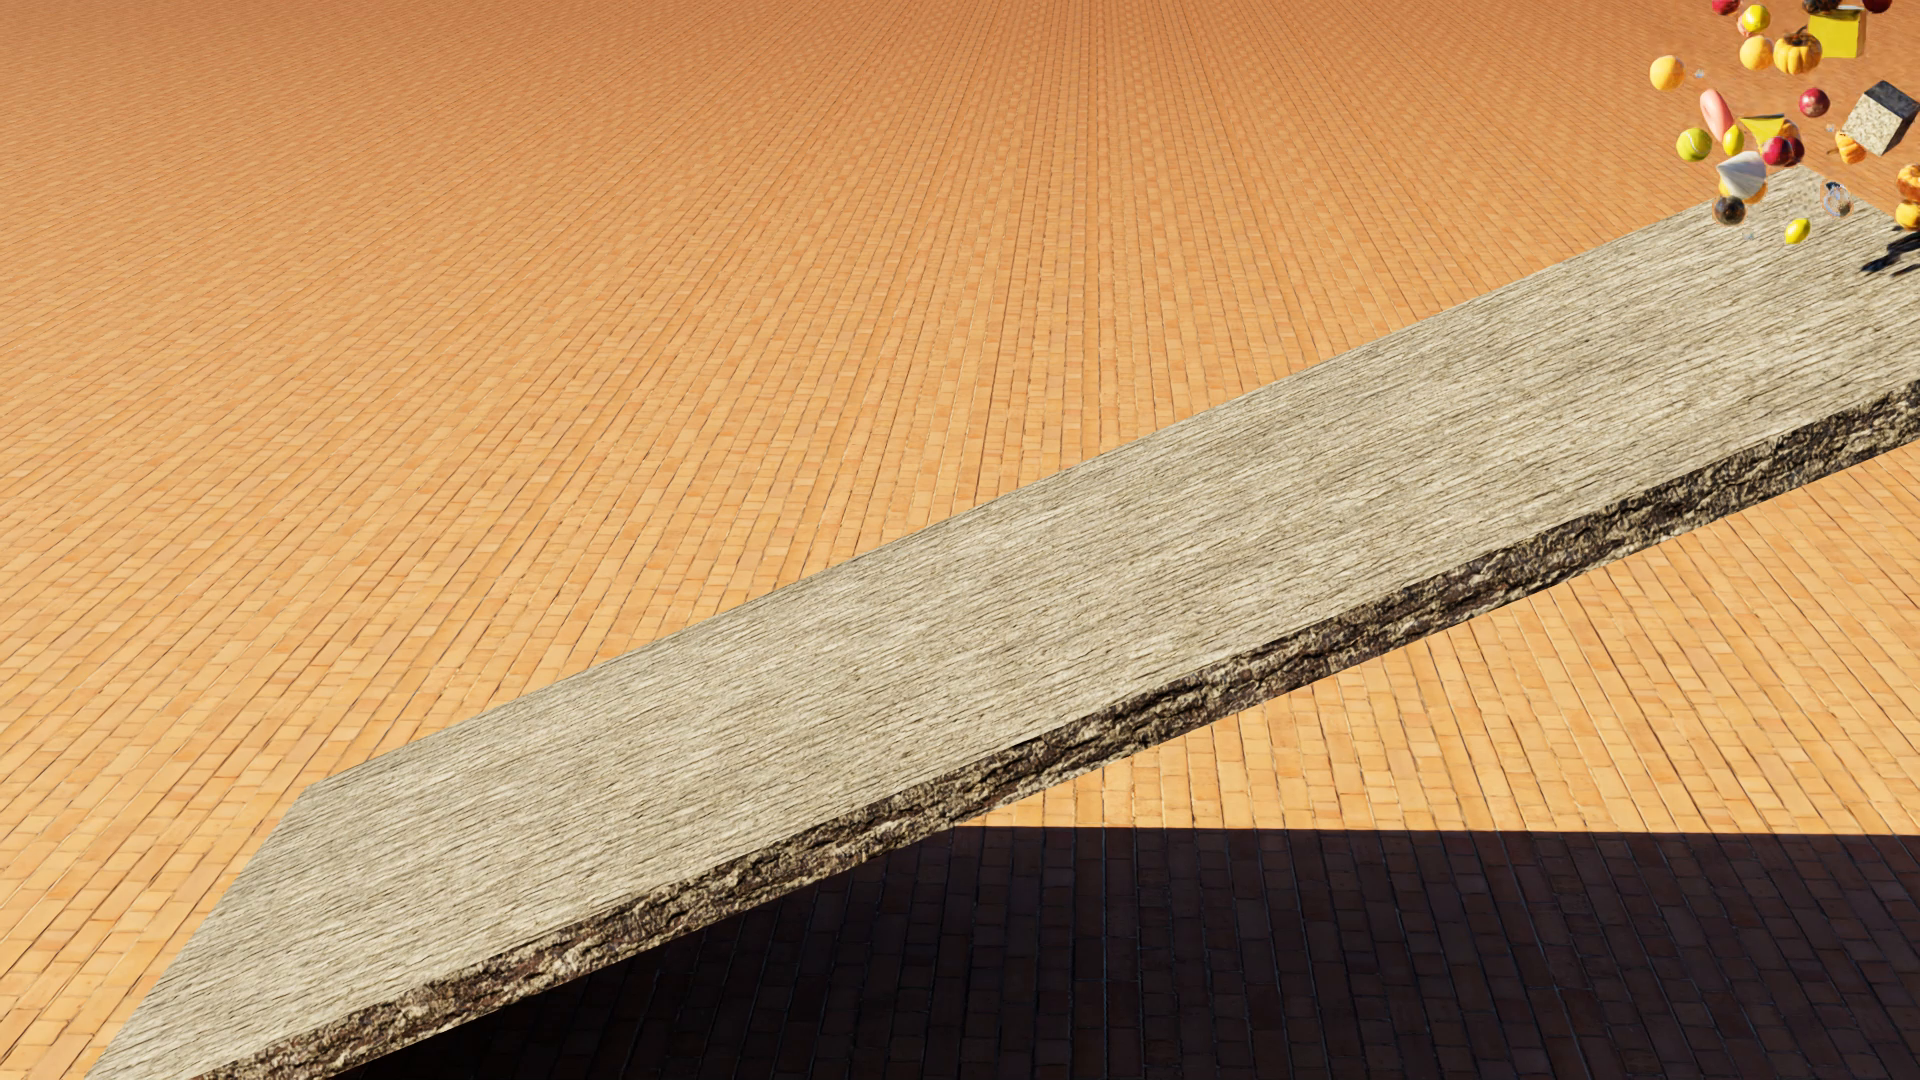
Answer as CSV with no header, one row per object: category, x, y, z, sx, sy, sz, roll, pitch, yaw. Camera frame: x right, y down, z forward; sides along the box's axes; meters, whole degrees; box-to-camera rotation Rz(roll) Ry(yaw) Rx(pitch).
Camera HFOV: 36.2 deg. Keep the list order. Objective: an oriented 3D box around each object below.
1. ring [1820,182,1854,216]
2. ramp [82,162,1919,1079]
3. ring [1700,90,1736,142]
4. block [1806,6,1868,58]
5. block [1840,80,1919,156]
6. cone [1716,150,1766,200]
ring,1.713,-0.665,5.747,0.025,0.076,0.076,-42,30,-15
ramp,0.131,0.170,6.285,4.000,0.100,2.000,-23,13,8
ring,1.516,-0.847,5.880,0.038,0.114,0.114,-25,13,7
block,1.767,-1.024,5.921,0.096,0.096,0.096,7,16,26
block,1.818,-0.832,5.804,0.094,0.094,0.094,40,45,20
cone,1.517,-0.727,5.792,0.097,0.097,0.097,7,7,-38
